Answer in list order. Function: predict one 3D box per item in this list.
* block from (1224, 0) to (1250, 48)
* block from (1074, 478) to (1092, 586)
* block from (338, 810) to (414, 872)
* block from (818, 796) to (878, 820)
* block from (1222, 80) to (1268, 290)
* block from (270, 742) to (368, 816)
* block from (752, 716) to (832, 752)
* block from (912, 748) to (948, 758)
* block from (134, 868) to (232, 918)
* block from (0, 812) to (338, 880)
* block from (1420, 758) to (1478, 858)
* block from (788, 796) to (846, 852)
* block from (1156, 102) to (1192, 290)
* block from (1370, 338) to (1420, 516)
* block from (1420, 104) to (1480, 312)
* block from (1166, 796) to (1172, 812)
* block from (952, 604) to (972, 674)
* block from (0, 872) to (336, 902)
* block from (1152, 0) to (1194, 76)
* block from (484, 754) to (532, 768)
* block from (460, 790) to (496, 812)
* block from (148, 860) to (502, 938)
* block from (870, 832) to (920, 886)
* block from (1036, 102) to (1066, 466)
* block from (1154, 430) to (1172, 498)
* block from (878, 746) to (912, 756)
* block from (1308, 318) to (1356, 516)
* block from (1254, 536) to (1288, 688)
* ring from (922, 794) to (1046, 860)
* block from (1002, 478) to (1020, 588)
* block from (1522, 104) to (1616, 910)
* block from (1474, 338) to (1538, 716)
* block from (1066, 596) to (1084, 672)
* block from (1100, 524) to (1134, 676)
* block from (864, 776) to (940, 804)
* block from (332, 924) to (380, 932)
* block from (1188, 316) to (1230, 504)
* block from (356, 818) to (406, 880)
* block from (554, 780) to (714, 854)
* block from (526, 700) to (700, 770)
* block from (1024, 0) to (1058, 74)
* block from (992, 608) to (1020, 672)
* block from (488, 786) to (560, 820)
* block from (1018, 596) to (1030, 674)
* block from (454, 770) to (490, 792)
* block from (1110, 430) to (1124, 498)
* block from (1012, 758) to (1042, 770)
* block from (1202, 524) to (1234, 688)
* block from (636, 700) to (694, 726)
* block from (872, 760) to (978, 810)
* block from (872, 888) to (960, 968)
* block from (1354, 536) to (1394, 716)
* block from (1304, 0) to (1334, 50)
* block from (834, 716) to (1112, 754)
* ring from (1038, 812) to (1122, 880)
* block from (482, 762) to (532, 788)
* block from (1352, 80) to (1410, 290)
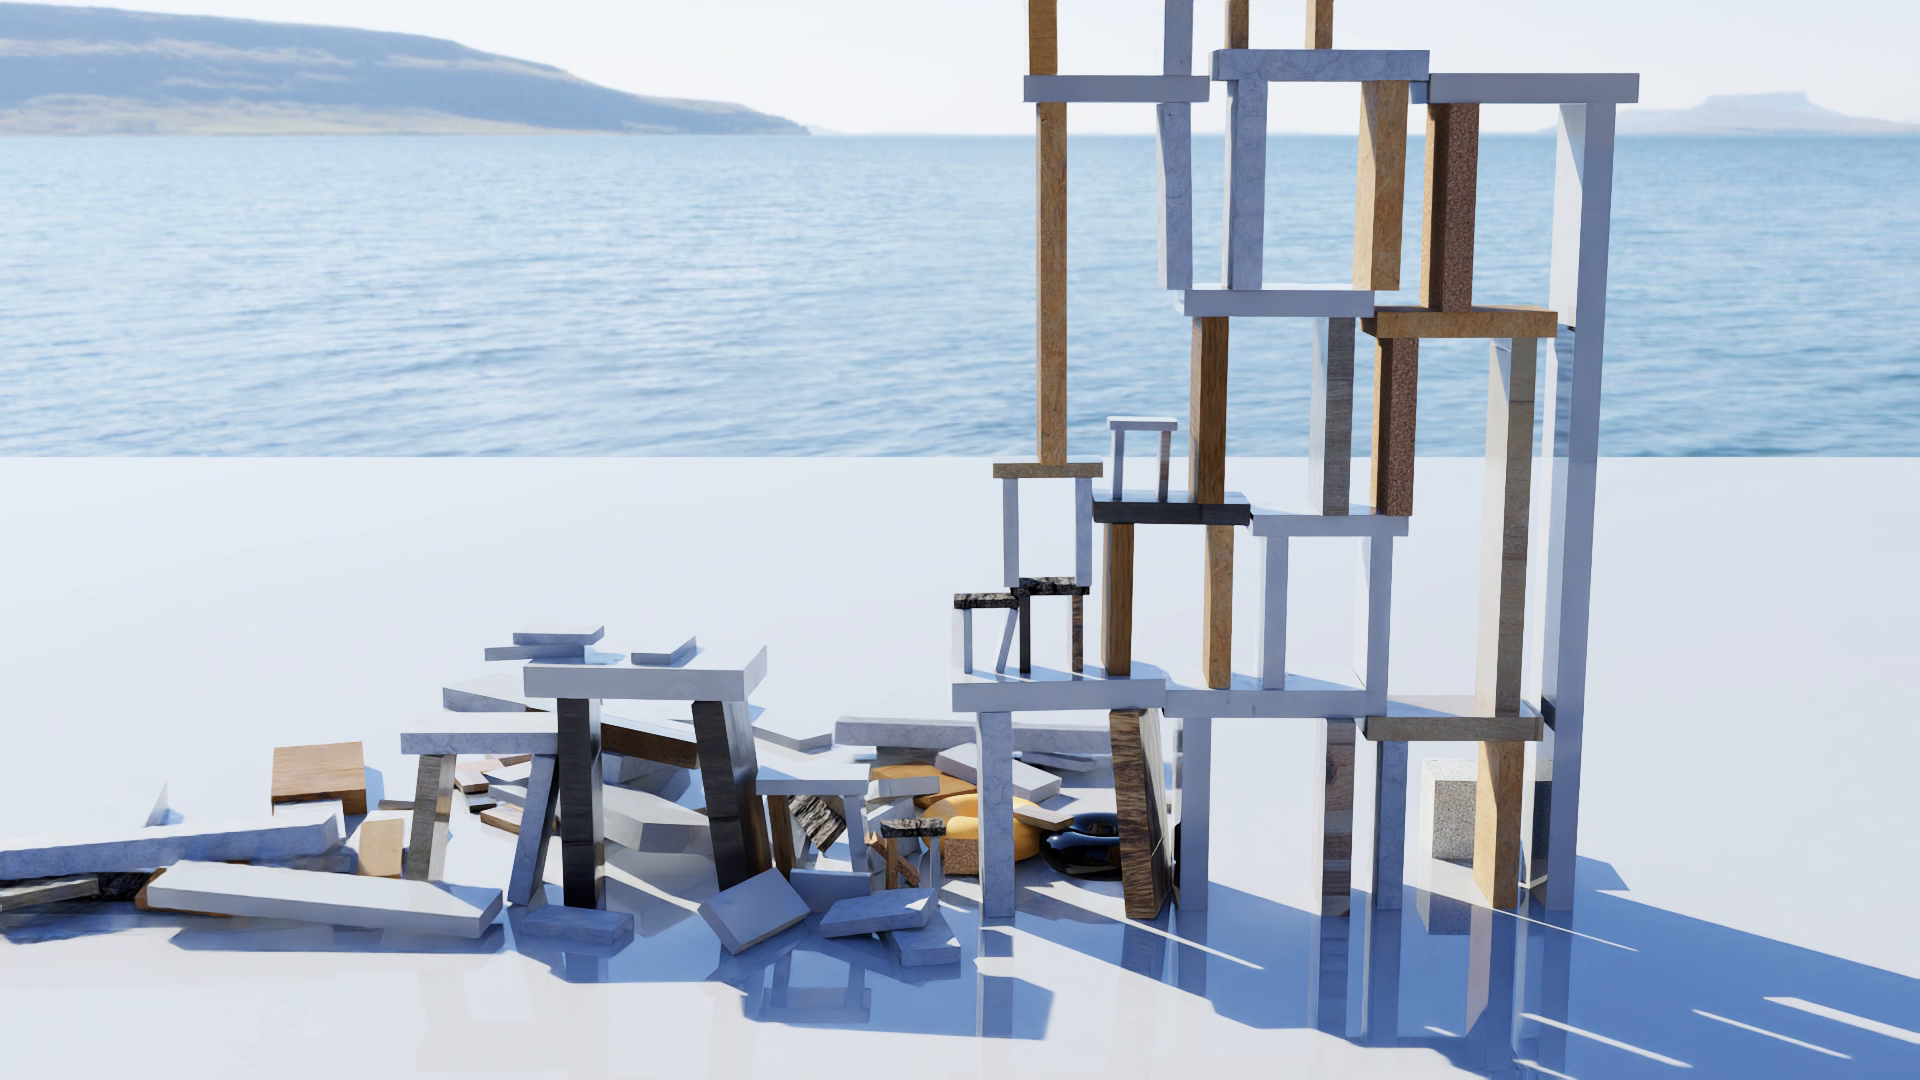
[{"bbox_3d":[0.428,-0.854,3.398,0.027,0.192,0.096,0,11,1],"label":"block"},{"bbox_3d":[0.198,-0.020,3.536,0.025,0.175,0.087,0,10,1],"label":"block"},{"bbox_3d":[-1.009,0.531,3.891,0.120,0.034,0.240,0,11,-1],"label":"block"},{"bbox_3d":[-0.194,0.474,3.919,0.184,0.026,0.092,38,9,21],"label":"block"},{"bbox_3d":[0.446,-0.559,3.455,0.045,0.320,0.160,0,11,0],"label":"block"},{"bbox_3d":[-1.233,0.461,4.232,0.169,0.048,0.338,-3,11,-16],"label":"block"},{"bbox_3d":[-0.355,0.406,4.596,0.086,0.024,0.172,-10,14,-42],"label":"block"},{"bbox_3d":[-0.057,0.424,4.516,0.060,0.017,0.120,2,11,10],"label":"block"},{"bbox_3d":[-1.255,0.577,3.598,0.159,0.023,0.080,4,28,7],"label":"block"},{"bbox_3d":[-1.441,0.522,3.688,0.749,0.048,0.169,-4,1,-8],"label":"block"},{"bbox_3d":[0.900,0.475,3.902,0.141,0.141,0.141,1,11,3],"label":"block"},{"bbox_3d":[-0.257,0.487,3.927,0.019,0.067,0.159,40,4,-38],"label":"block"},{"bbox_3d":[0.336,-0.541,3.453,0.040,0.284,0.142,-2,11,0],"label":"block"},{"bbox_3d":[0.694,-0.189,3.518,0.040,0.282,0.141,0,11,-1],"label":"block"},{"bbox_3d":[0.769,-0.524,3.458,0.045,0.319,0.159,0,11,-1],"label":"block"},{"bbox_3d":[0.400,0.495,4.139,0.104,0.015,0.052,-1,11,-7],"label":"block"},{"bbox_3d":[0.003,0.159,3.567,0.015,0.104,0.052,-5,11,-22],"label":"block"},{"bbox_3d":[-1.360,0.579,3.668,0.613,0.023,0.080,0,11,0],"label":"block"},{"bbox_3d":[0.329,-0.872,3.385,0.044,0.310,0.155,0,10,-1],"label":"block"},{"bbox_3d":[-0.878,0.434,4.451,0.149,0.021,0.075,-6,12,-29],"label":"block"},{"bbox_3d":[-0.917,0.488,4.181,0.050,0.014,0.154,-4,11,-19],"label":"block"},{"bbox_3d":[-1.014,0.573,3.522,0.541,0.034,0.120,4,13,5],"label":"block"},{"bbox_3d":[-0.111,0.539,3.717,0.015,0.103,0.052,-45,13,2],"label":"block"},{"bbox_3d":[0.144,-0.405,3.469,0.040,0.559,0.142,-1,10,-1],"label":"block"},{"bbox_3d":[0.326,-0.125,3.538,0.015,0.108,0.054,2,11,-2],"label":"block"},{"bbox_3d":[-0.123,0.420,4.540,0.060,0.017,0.120,3,11,17],"label":"block"},{"bbox_3d":[0.594,-0.206,3.521,0.042,0.314,0.148,0,11,0],"label":"block"},{"bbox_3d":[0.505,0.105,3.575,0.035,0.248,0.124,0,11,1],"label":"block"},{"bbox_3d":[0.045,0.510,3.891,0.235,0.078,0.235,1,9,0],"label":"ring"},{"bbox_3d":[0.081,-0.018,3.535,0.025,0.175,0.087,-1,10,0],"label":"block"},{"bbox_3d":[0.979,-0.046,3.552,0.045,1.293,0.159,0,11,0],"label":"block"},{"bbox_3d":[0.881,-0.028,3.554,0.040,0.610,0.141,0,11,0],"label":"block"},{"bbox_3d":[0.187,0.145,3.575,0.018,0.127,0.063,-1,11,-4],"label":"block"},{"bbox_3d":[0.254,0.085,3.562,0.035,0.247,0.123,0,11,-3],"label":"block"},{"bbox_3d":[-0.124,0.458,4.012,0.110,0.031,0.309,-3,-9,-13],"label":"block"},{"bbox_3d":[-0.968,0.599,3.564,0.072,0.020,0.144,-1,11,-6],"label":"block"},{"bbox_3d":[0.397,-0.216,3.519,0.042,0.295,0.148,0,11,0],"label":"block"},{"bbox_3d":[-0.989,0.533,3.757,0.072,0.020,0.144,-5,34,-8],"label":"block"},{"bbox_3d":[-0.596,0.489,3.929,0.178,0.050,0.415,9,1,-38],"label":"block"},{"bbox_3d":[-0.636,0.370,4.217,0.356,0.050,0.178,10,4,15],"label":"block"},{"bbox_3d":[0.122,-0.872,3.381,0.044,0.310,0.155,-1,10,-1],"label":"block"},{"bbox_3d":[0.074,0.158,3.570,0.015,0.104,0.052,12,9,-7],"label":"block"},{"bbox_3d":[-0.745,0.498,4.064,0.340,0.020,0.069,10,1,42],"label":"block"},{"bbox_3d":[0.105,0.147,3.568,0.018,0.127,0.063,0,10,1],"label":"block"},{"bbox_3d":[-0.944,0.463,4.233,0.050,0.014,0.101,-5,12,-25],"label":"block"},{"bbox_3d":[0.253,-0.126,3.536,0.015,0.108,0.054,1,10,-2],"label":"block"},{"bbox_3d":[0.096,0.457,4.333,0.067,0.019,0.133,8,13,38],"label":"block"},{"bbox_3d":[0.419,0.096,3.572,0.035,0.266,0.123,0,11,1],"label":"block"},{"bbox_3d":[-0.581,0.366,4.746,0.163,0.046,0.327,2,11,8],"label":"block"},{"bbox_3d":[-0.067,0.472,4.219,0.110,0.031,0.220,-6,12,-31],"label":"block"},{"bbox_3d":[-0.073,0.611,3.485,0.092,0.026,0.274,-2,11,-12],"label":"block"},{"bbox_3d":[0.671,0.128,3.581,0.035,0.294,0.124,0,11,1],"label":"block"},{"bbox_3d":[0.556,-0.854,3.397,0.027,0.192,0.096,0,11,0],"label":"block"},{"bbox_3d":[0.051,0.394,4.429,0.595,0.046,0.163,2,-1,1],"label":"block"},{"bbox_3d":[0.248,0.529,3.799,0.225,0.075,0.225,1,9,0],"label":"ring"},{"bbox_3d":[-0.838,0.459,4.310,0.086,0.024,0.172,10,14,42],"label":"block"},{"bbox_3d":[0.660,-0.558,3.456,0.045,0.319,0.160,1,11,0],"label":"block"}]
